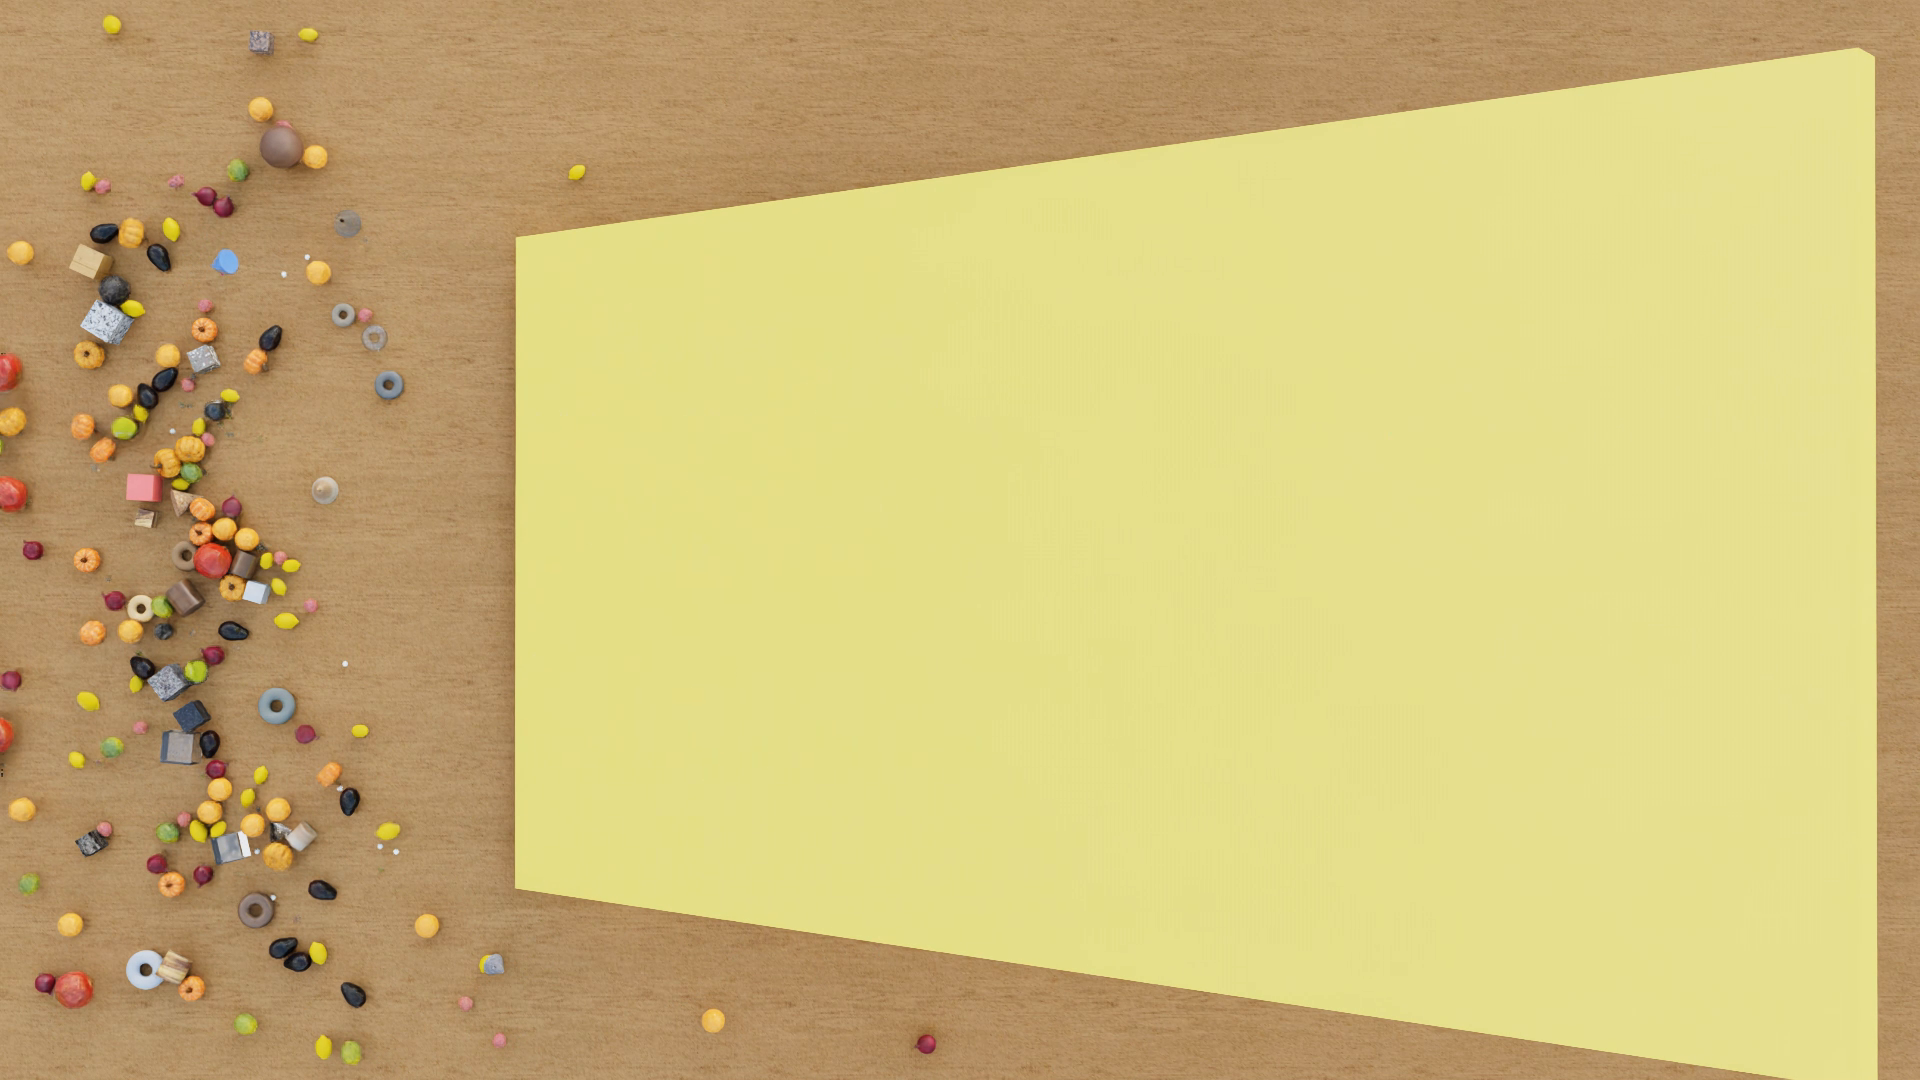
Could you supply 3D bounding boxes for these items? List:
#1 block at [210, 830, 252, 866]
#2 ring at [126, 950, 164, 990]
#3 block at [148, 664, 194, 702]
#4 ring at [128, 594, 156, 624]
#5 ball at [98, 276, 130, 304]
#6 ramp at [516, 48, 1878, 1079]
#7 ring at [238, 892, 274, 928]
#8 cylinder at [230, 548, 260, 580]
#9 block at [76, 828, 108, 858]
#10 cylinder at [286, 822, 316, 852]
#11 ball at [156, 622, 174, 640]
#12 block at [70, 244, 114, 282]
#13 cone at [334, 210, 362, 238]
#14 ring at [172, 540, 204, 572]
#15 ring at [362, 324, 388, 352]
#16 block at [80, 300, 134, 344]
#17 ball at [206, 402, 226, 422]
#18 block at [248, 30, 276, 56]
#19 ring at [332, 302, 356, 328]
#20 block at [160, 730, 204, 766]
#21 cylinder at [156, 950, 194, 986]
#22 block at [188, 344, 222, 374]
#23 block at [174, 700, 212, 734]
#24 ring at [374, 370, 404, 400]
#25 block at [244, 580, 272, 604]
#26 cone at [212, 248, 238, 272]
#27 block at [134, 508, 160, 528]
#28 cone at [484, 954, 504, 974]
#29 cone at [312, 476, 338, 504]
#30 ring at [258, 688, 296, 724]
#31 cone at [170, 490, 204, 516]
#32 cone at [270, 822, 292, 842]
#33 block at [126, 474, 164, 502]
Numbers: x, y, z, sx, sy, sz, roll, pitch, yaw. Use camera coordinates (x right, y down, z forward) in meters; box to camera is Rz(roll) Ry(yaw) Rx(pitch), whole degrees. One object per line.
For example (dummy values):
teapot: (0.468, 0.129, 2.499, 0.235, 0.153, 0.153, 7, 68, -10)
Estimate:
block: (-2.251, 0.949, 6.788, 0.082, 0.082, 0.082, -13, 90, 0)
ring: (-2.519, 1.330, 6.807, 0.122, 0.041, 0.122, 0, 91, -1)
block: (-2.438, 0.440, 6.791, 0.082, 0.082, 0.082, -38, 90, 0)
ring: (-2.539, 0.214, 6.820, 0.088, 0.029, 0.088, 0, 91, -1)
ball: (-2.615, -0.772, 6.795, 0.090, 0.090, 0.090, 0, 90, 0)
ramp: (0.213, 0.062, 5.528, 4.000, 0.100, 2.000, 0, 90, 39)
ring: (-2.180, 1.147, 6.810, 0.113, 0.038, 0.113, 0, 89, -1)
cylinder: (-2.211, 0.074, 6.798, 0.073, 0.073, 0.073, 24, 90, 0)
block: (-2.684, 0.937, 6.800, 0.060, 0.060, 0.060, -32, 90, 0)
cylinder: (-2.036, 0.916, 6.797, 0.065, 0.065, 0.065, -44, 90, 0)
ball: (-2.462, 0.283, 6.807, 0.052, 0.052, 0.052, 0, 90, 0)
block: (-2.684, -0.856, 6.800, 0.082, 0.082, 0.082, 24, 90, 0)
cone: (-1.905, -0.985, 6.798, 0.087, 0.087, 0.087, 0, 90, 0)
ring: (-2.396, 0.049, 6.819, 0.098, 0.033, 0.098, 0, 86, -1)
ring: (-1.817, -0.627, 6.826, 0.083, 0.028, 0.083, 0, 90, 1)
block: (-2.633, -0.672, 6.792, 0.096, 0.096, 0.096, 32, 90, 0)
ball: (-2.306, -0.397, 6.808, 0.060, 0.060, 0.060, 0, 90, 0)
block: (-2.163, -1.541, 6.816, 0.059, 0.059, 0.059, 4, 90, 0)
ring: (-1.914, -0.699, 6.827, 0.075, 0.025, 0.075, 0, 90, 1)
block: (-2.400, 0.640, 6.784, 0.095, 0.095, 0.095, 6, 90, 0)
cylinder: (-2.421, 1.318, 6.776, 0.083, 0.083, 0.083, 26, 75, 0)
block: (-2.340, -0.559, 6.806, 0.065, 0.065, 0.065, -24, 90, 0)
block: (-2.373, 0.545, 6.796, 0.071, 0.071, 0.071, -33, 90, 0)
ring: (-1.771, -0.481, 6.824, 0.091, 0.030, 0.091, 0, 91, 0)
block: (-2.175, 0.162, 6.805, 0.058, 0.058, 0.058, 17, 90, 0)
cone: (-2.299, -0.858, 6.823, 0.077, 0.077, 0.077, -11, 90, 27)
block: (-2.517, -0.067, 6.810, 0.051, 0.051, 0.051, 13, 90, 0)
cone: (-1.421, 1.321, 6.779, 0.068, 0.068, 0.068, -15, 114, -38)
cone: (-1.974, -0.154, 6.793, 0.087, 0.087, 0.087, 0, 90, 0)
ring: (-2.117, 0.515, 6.813, 0.115, 0.038, 0.115, 0, 89, -1)
cone: (-2.389, -0.124, 6.816, 0.089, 0.089, 0.089, -16, 90, -27)
cone: (-2.100, 0.904, 6.815, 0.067, 0.067, 0.067, 1, 90, -27)
block: (-2.519, -0.161, 6.796, 0.080, 0.080, 0.080, 3, 90, 0)
